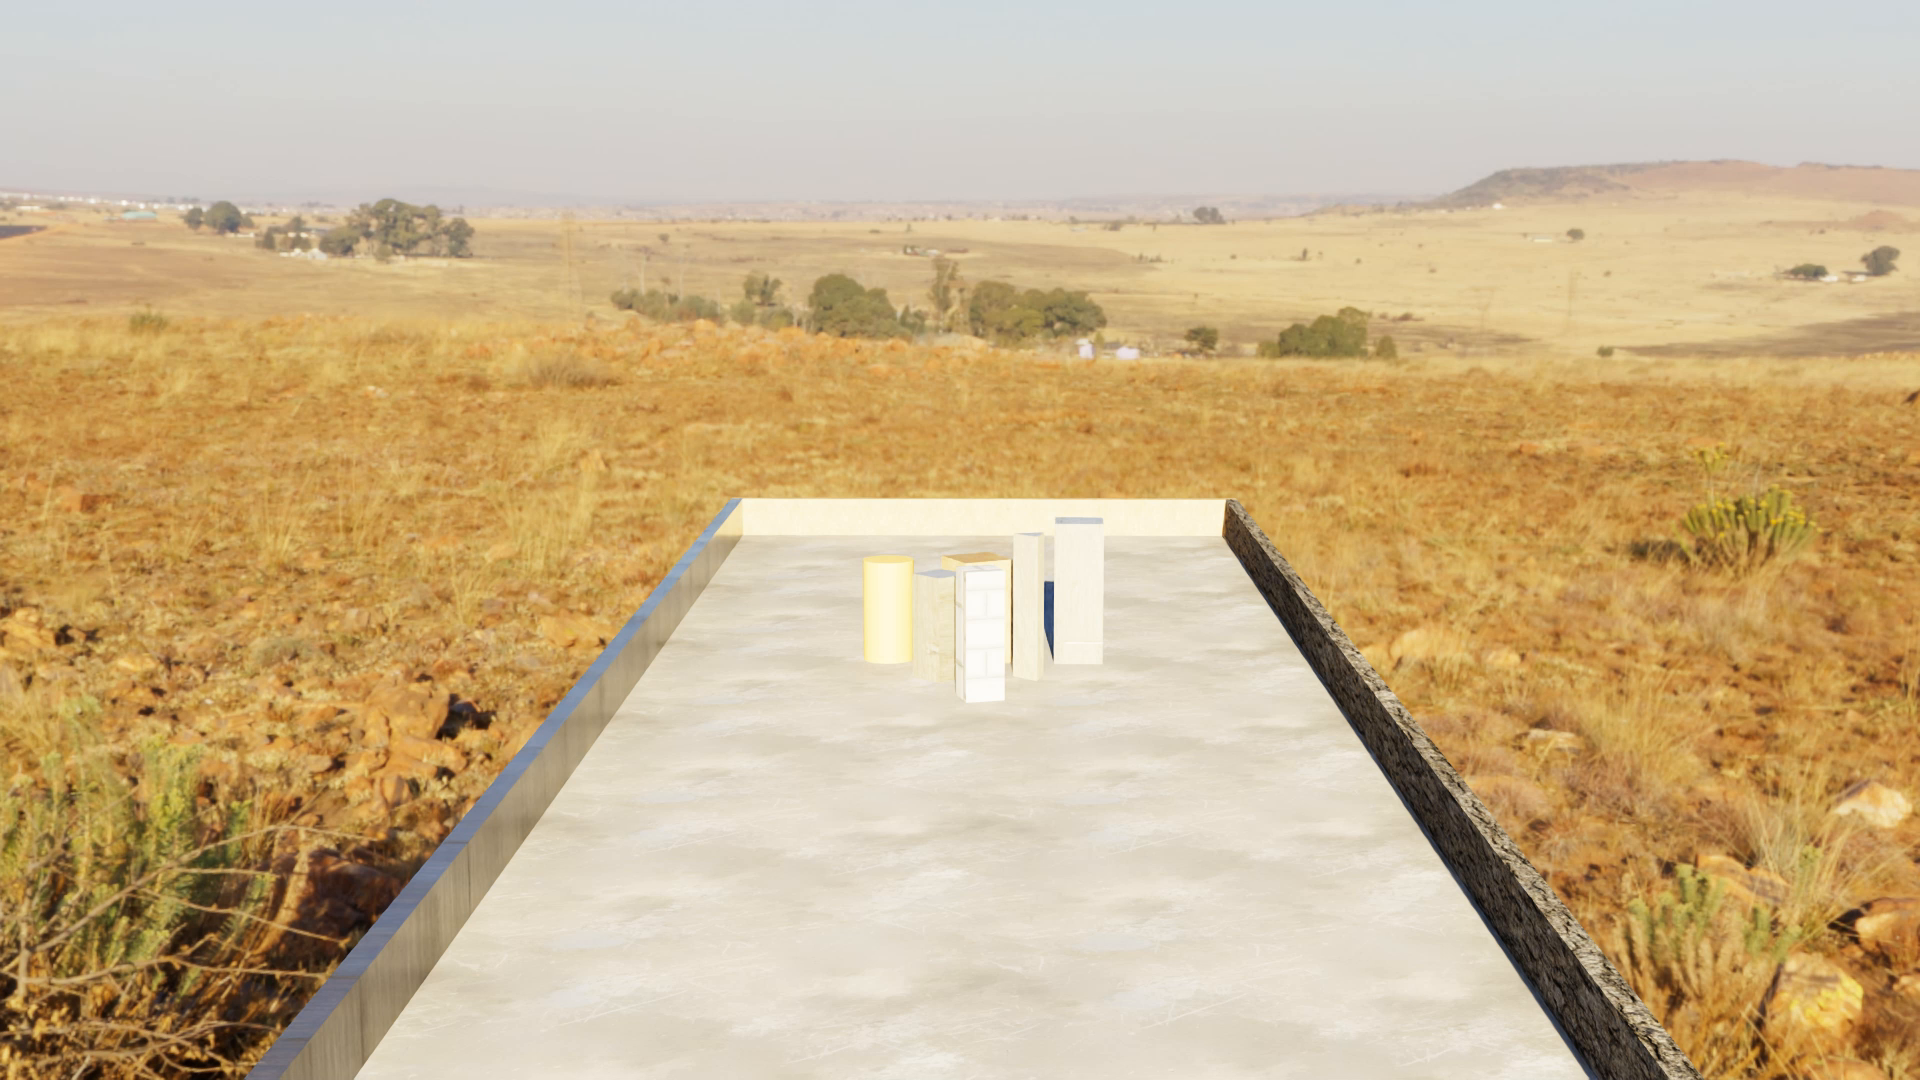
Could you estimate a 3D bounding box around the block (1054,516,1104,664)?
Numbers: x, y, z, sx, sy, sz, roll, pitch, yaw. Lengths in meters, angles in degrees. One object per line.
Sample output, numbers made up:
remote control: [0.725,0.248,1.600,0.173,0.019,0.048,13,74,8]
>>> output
block: [0.360,0.152,6.685,0.147,0.427,0.147,0,9,2]

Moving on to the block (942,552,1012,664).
block: [0.052,0.209,6.680,0.161,0.316,0.161,-5,10,-27]

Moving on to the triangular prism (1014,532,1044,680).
triangular prism: [0.217,0.191,6.446,0.092,0.425,0.079,9,13,44]

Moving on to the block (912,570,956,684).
block: [-0.057,0.251,6.442,0.116,0.308,0.116,-8,12,-42]

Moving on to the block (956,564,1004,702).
block: [0.056,0.262,6.183,0.111,0.368,0.111,-3,9,-16]

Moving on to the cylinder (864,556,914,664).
cylinder: [-0.218,0.210,6.703,0.154,0.307,0.154,0,9,0]

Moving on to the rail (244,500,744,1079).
rail: [-1.004,0.839,3.234,0.050,0.150,12.000,0,9,1]

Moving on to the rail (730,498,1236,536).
rail: [0.099,-0.098,9.147,2.100,0.150,0.050,0,9,1]

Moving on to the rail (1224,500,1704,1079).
rail: [1.046,0.843,3.208,0.050,0.150,12.000,0,9,1]
